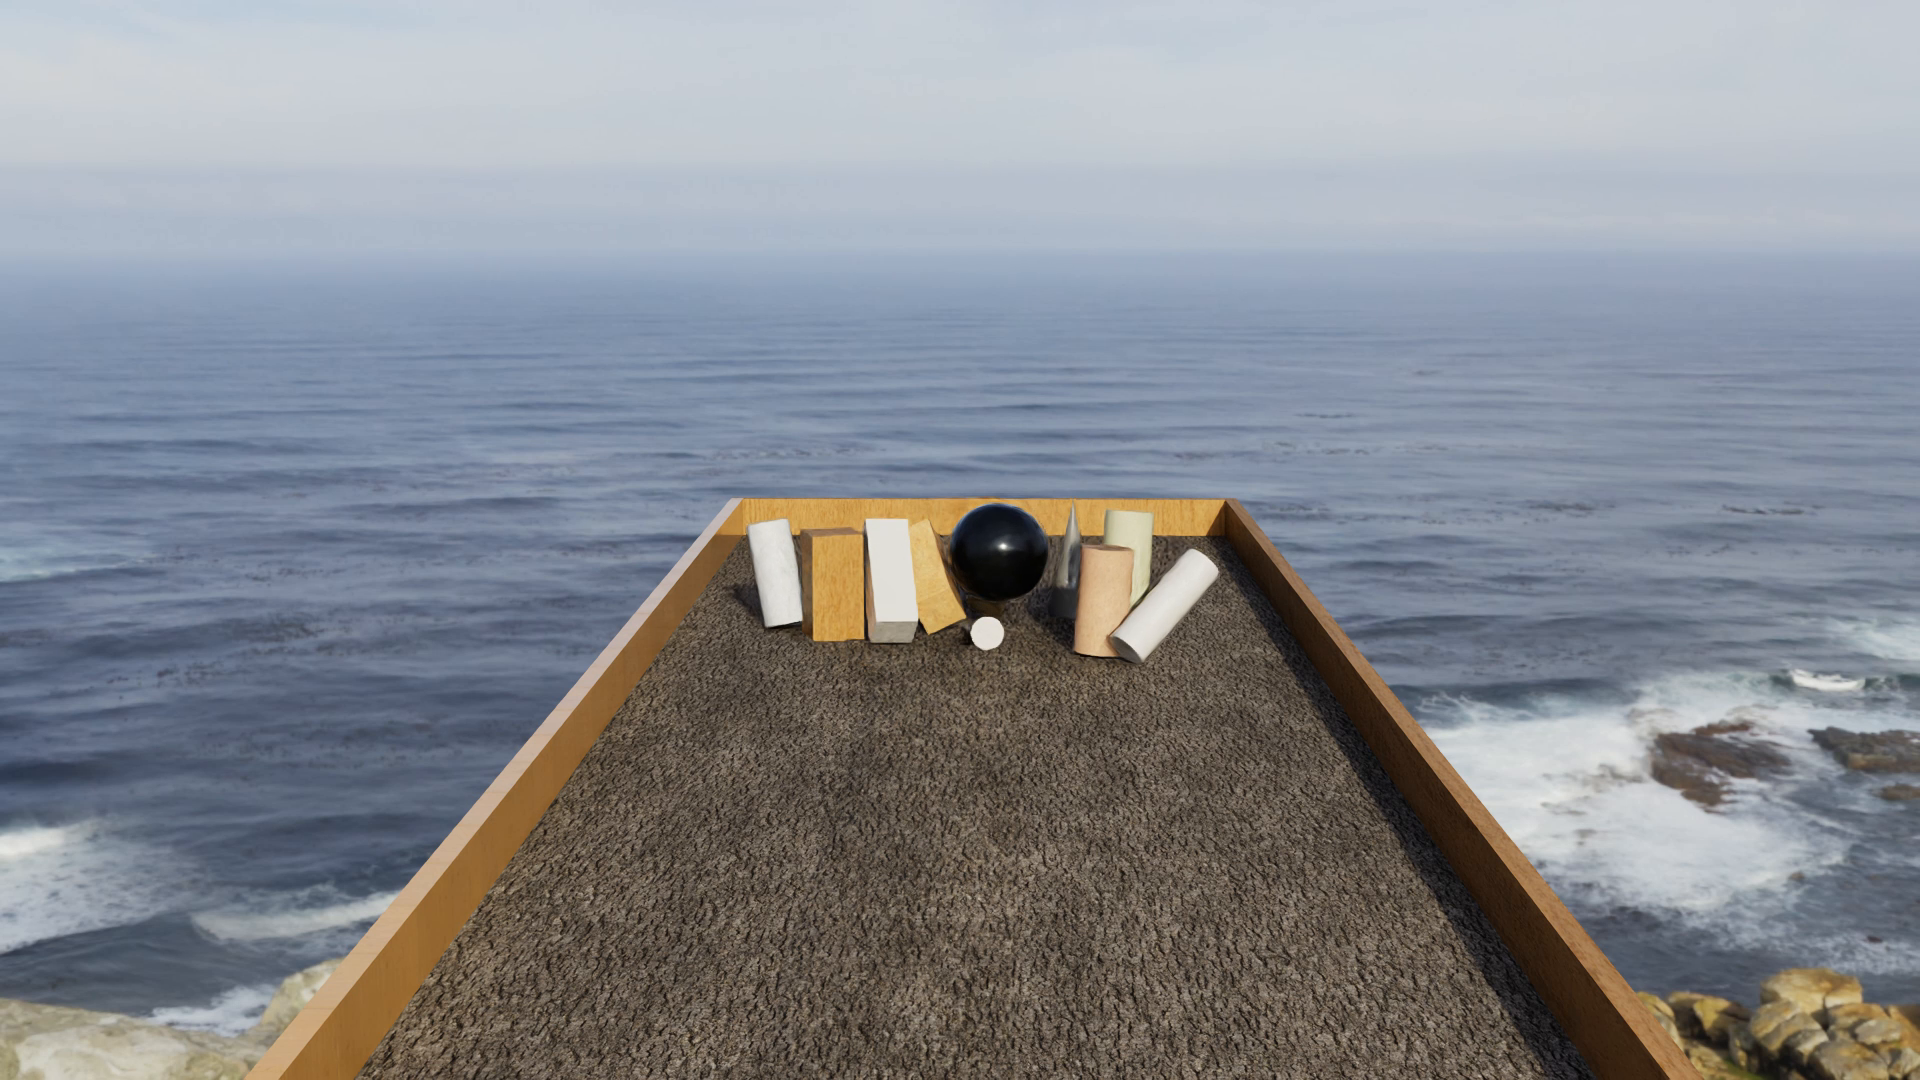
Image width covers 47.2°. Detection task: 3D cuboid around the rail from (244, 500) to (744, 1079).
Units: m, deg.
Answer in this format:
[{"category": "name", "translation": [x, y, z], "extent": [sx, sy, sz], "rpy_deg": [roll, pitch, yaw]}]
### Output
[{"category": "rail", "translation": [-1.004, 0.839, 3.234], "extent": [0.050, 0.150, 12.000], "rpy_deg": [0, 9, 1]}]

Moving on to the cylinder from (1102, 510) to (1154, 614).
[{"category": "cylinder", "translation": [0.521, 0.113, 6.930], "extent": [0.155, 0.409, 0.155], "rpy_deg": [4, 2, 0]}]

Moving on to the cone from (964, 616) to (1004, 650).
[{"category": "cone", "translation": [0.047, 0.286, 7.036], "extent": [0.104, 0.104, 0.389], "rpy_deg": [-2, 1, -11]}]

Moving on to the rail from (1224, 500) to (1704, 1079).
[{"category": "rail", "translation": [1.046, 0.843, 3.208], "extent": [0.050, 0.150, 12.000], "rpy_deg": [0, 9, 1]}]

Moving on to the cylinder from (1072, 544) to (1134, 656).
[{"category": "cylinder", "translation": [0.442, 0.184, 6.771], "extent": [0.165, 0.324, 0.165], "rpy_deg": [4, 7, -1]}]

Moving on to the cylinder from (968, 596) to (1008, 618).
[{"category": "cylinder", "translation": [0.146, 0.103, 7.377], "extent": [0.122, 0.308, 0.122], "rpy_deg": [23, -26, 12]}]

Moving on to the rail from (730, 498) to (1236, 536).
[{"category": "rail", "translation": [0.099, -0.098, 9.147], "extent": [2.100, 0.150, 0.050], "rpy_deg": [0, 9, 1]}]

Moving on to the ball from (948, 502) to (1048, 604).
[{"category": "ball", "translation": [0.122, 0.041, 7.111], "extent": [0.326, 0.326, 0.326], "rpy_deg": [0, 9, 0]}]

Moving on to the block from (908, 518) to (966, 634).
[{"category": "block", "translation": [-0.103, 0.116, 7.193], "extent": [0.136, 0.136, 0.396], "rpy_deg": [-25, 36, 5]}]

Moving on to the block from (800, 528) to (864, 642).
[{"category": "block", "translation": [-0.409, 0.141, 7.043], "extent": [0.165, 0.336, 0.165], "rpy_deg": [-3, 9, -16]}]

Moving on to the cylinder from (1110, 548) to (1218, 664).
[{"category": "cylinder", "translation": [0.621, 0.201, 6.670], "extent": [0.374, 0.124, 0.124], "rpy_deg": [-47, 28, -17]}]

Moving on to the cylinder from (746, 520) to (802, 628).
[{"category": "cylinder", "translation": [-0.596, 0.110, 7.168], "extent": [0.140, 0.335, 0.140], "rpy_deg": [-11, -2, 0]}]

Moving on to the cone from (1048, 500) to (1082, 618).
[{"category": "cone", "translation": [0.376, 0.054, 7.398], "extent": [0.158, 0.394, 0.158], "rpy_deg": [1, 8, 0]}]

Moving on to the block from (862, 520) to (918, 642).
[{"category": "block", "translation": [-0.226, 0.129, 6.963], "extent": [0.134, 0.374, 0.134], "rpy_deg": [0, -32, -13]}]
